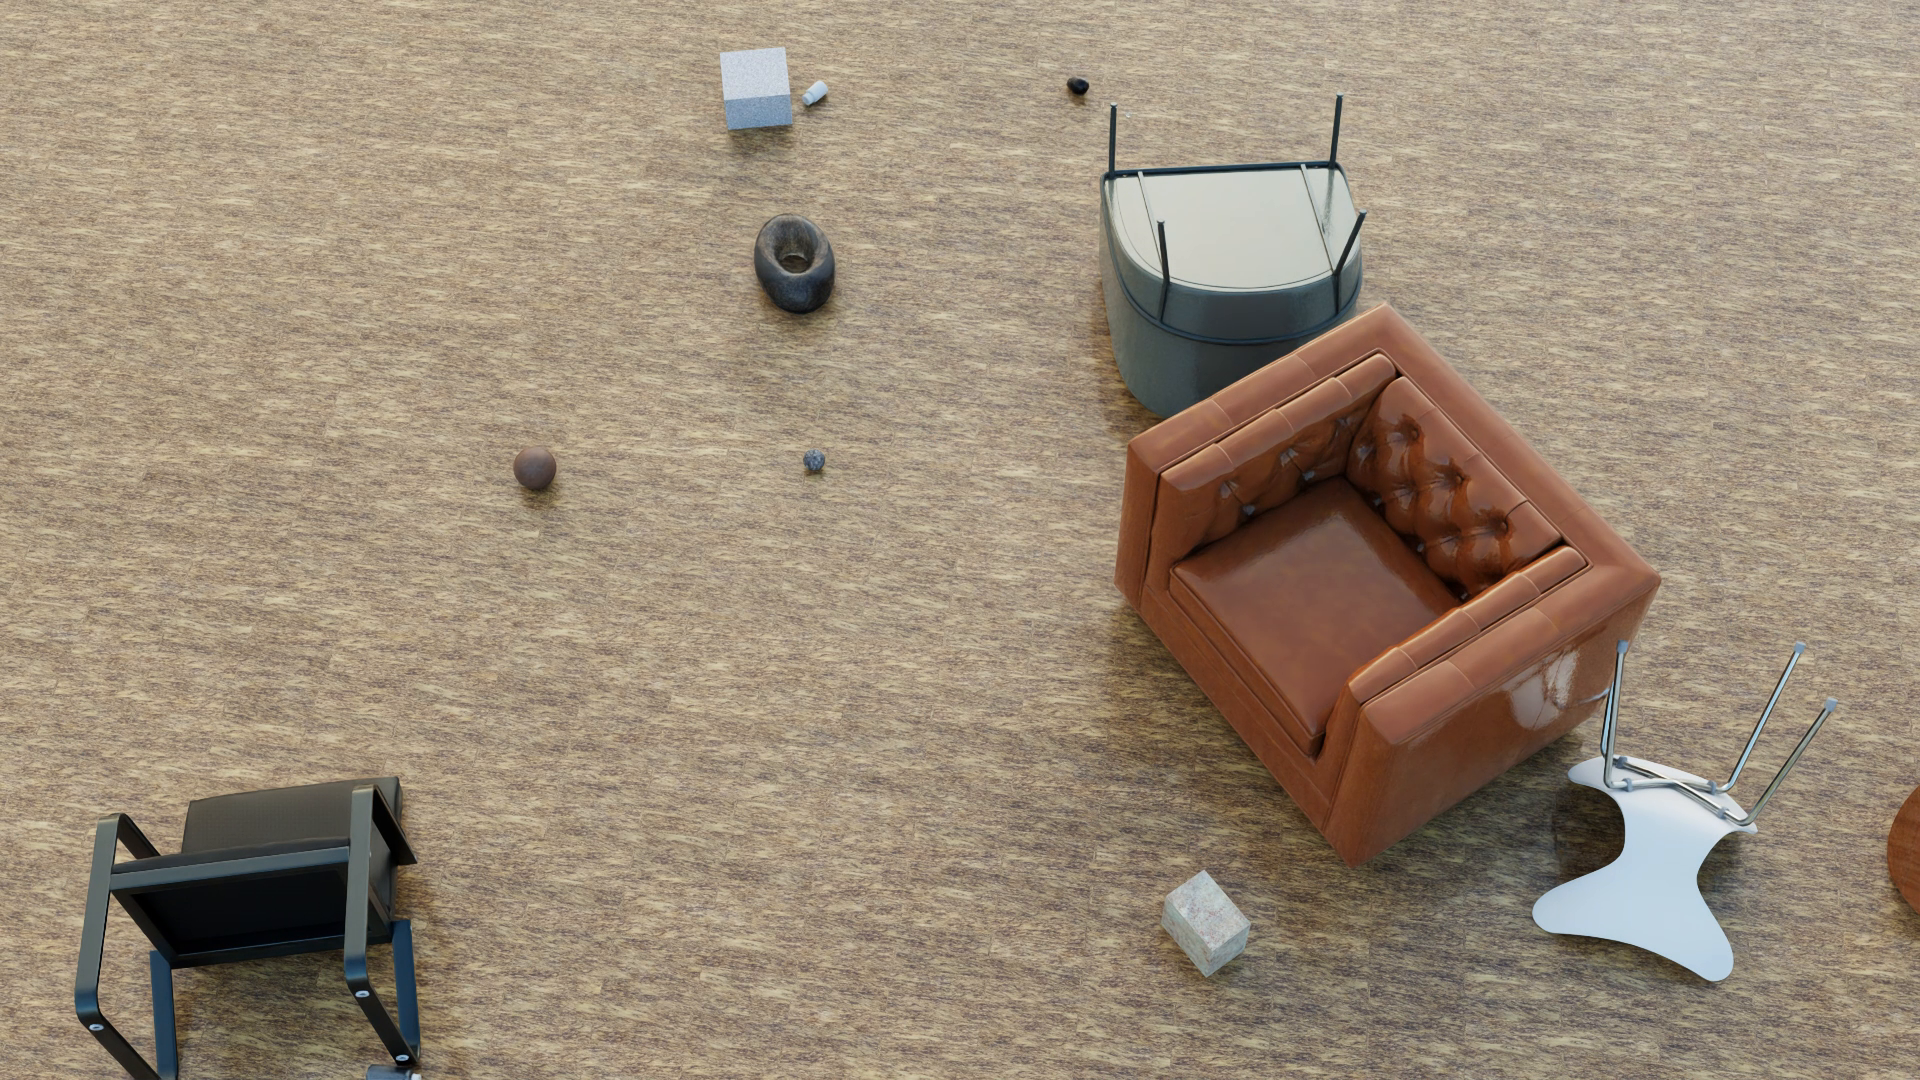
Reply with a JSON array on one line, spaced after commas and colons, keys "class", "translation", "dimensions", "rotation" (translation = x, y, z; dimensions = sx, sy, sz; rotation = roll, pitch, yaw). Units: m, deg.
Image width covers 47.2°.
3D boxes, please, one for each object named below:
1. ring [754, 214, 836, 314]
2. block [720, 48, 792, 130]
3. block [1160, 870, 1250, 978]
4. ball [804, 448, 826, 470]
[{"class": "ring", "translation": [-0.533, -0.892, 7.089], "dimensions": [0.259, 0.143, 0.390], "rotation": [-11, 56, -8]}, {"class": "block", "translation": [-0.697, -1.546, 7.526], "dimensions": [0.223, 0.141, 0.226], "rotation": [-6, 56, -4]}, {"class": "block", "translation": [0.646, 1.011, 5.791], "dimensions": [0.130, 0.174, 0.191], "rotation": [-31, 62, -19]}, {"class": "ball", "translation": [-0.444, -0.244, 6.697], "dimensions": [0.067, 0.067, 0.067], "rotation": [0, 56, 0]}]
